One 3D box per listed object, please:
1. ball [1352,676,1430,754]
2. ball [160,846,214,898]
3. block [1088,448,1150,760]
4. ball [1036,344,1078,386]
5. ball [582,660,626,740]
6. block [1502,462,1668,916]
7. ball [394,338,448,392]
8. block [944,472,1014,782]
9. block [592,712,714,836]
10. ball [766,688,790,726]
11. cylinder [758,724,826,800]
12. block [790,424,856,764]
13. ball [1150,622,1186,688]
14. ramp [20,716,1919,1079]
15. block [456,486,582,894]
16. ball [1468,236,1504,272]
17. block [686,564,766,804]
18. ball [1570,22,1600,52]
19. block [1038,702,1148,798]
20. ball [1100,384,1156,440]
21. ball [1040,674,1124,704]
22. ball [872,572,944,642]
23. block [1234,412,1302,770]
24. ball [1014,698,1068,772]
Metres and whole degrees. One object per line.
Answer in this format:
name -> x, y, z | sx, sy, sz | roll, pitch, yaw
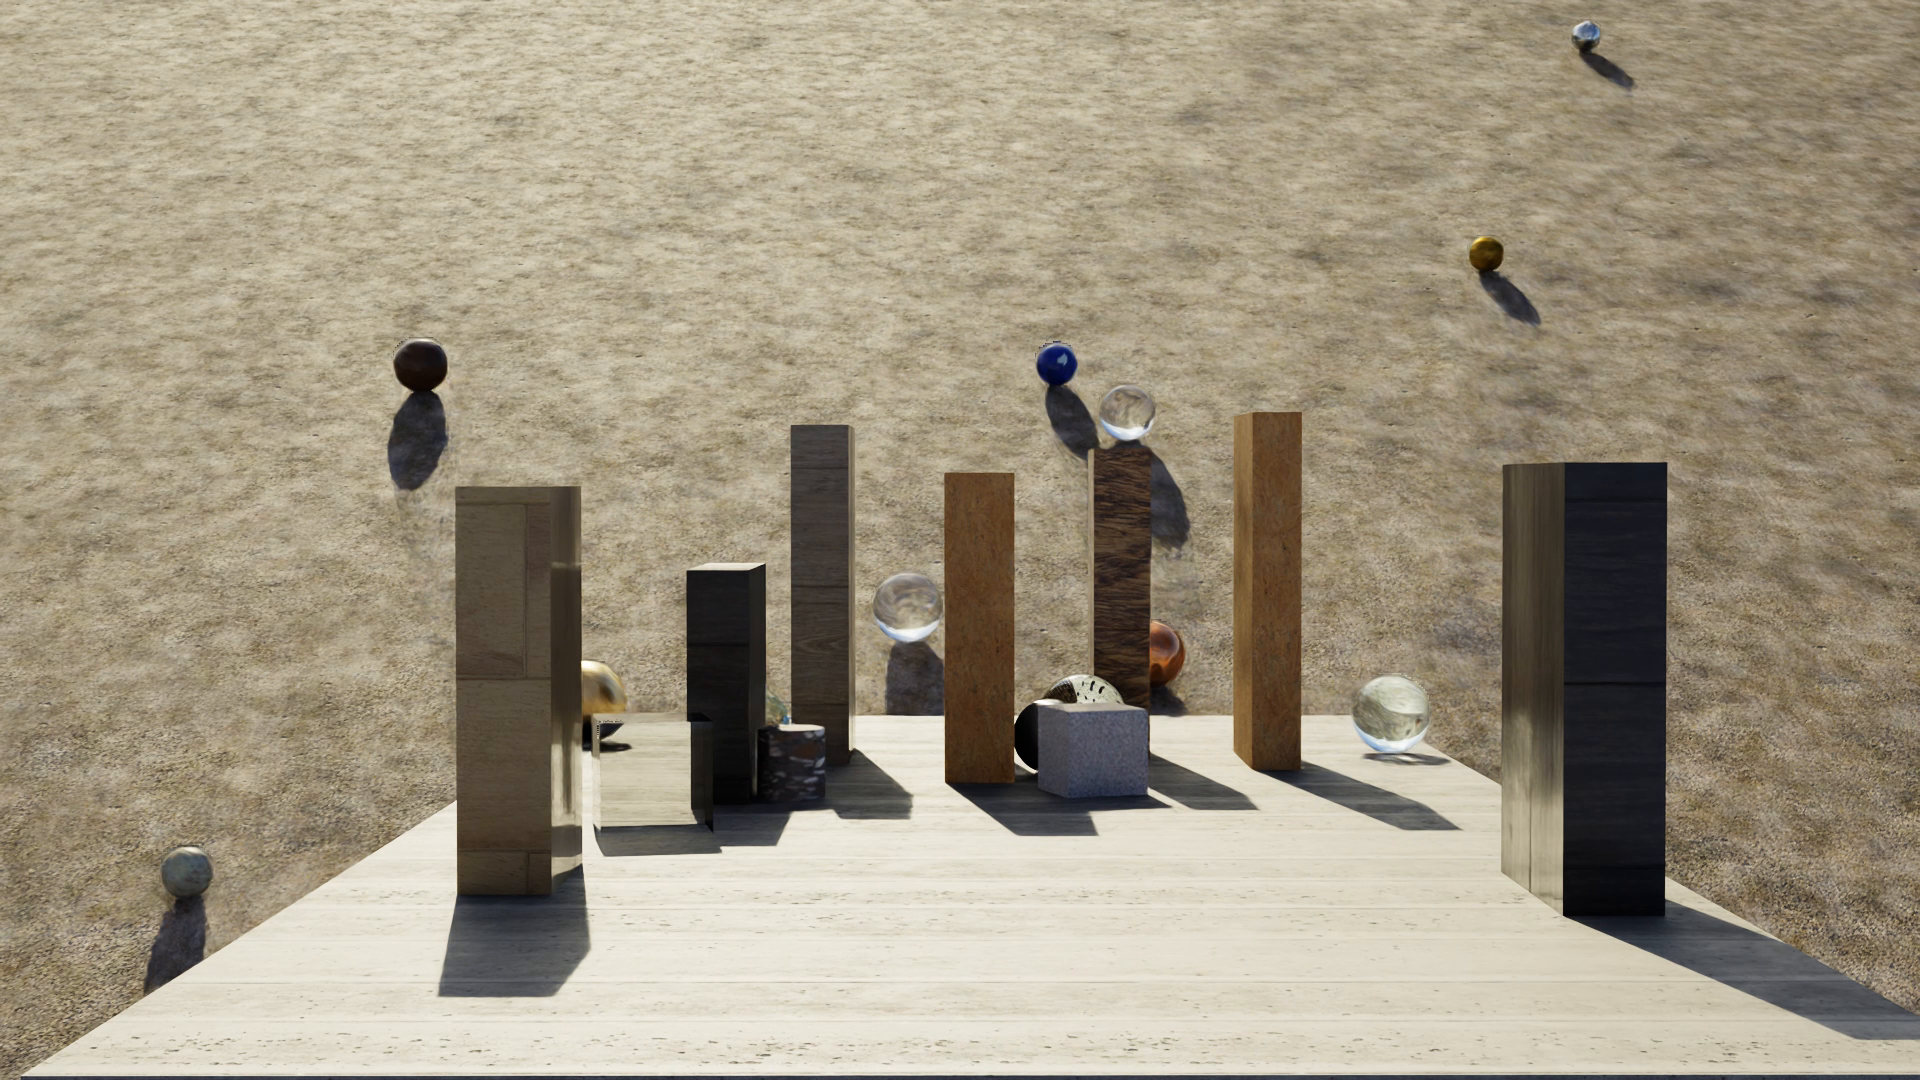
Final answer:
ball -> 0.943, 0.382, 5.649 | 0.171, 0.171, 0.171 | 0, 26, 0
ball -> -1.795, 0.772, 5.994 | 0.119, 0.119, 0.119 | 0, 26, 0
block -> 0.346, 0.135, 5.629 | 0.120, 0.666, 0.248 | 0, 1, 0
ball -> 0.327, -0.591, 8.711 | 0.140, 0.140, 0.140 | 0, 26, 0
ball -> -0.862, 0.371, 5.963 | 0.182, 0.182, 0.182 | 0, 26, 0
block -> 0.893, 0.200, 3.717 | 0.140, 0.619, 0.399 | 0, 1, 0
ball -> -1.808, -0.586, 8.655 | 0.181, 0.181, 0.181 | 0, 26, 0
block -> 0.038, 0.169, 5.309 | 0.138, 0.613, 0.429 | 0, 1, 0
block -> -0.530, 0.400, 4.436 | 0.189, 0.189, 0.189 | 0, 1, -12
ball -> -0.445, 0.387, 5.420 | 0.172, 0.172, 0.172 | 0, 26, 0
cylinder -> -0.319, 0.420, 4.887 | 0.130, 0.130, 0.130 | 0, 1, 0
block -> -0.296, 0.111, 5.614 | 0.122, 0.715, 0.349 | 0, 1, 0
ball -> 0.511, 0.305, 6.870 | 0.177, 0.177, 0.177 | 0, 26, 0
ramp -> 0.060, 0.541, 4.577 | 2.000, 0.100, 4.000 | 0, 1, 0
block -> -0.656, 0.213, 3.861 | 0.136, 0.587, 0.308 | 0, 1, 0
ball -> 1.978, -1.073, 9.692 | 0.131, 0.131, 0.131 | 0, 26, 0
block -> -0.446, 0.267, 4.961 | 0.115, 0.433, 0.427 | 0, 1, 0
ball -> 3.002, -2.413, 12.377 | 0.140, 0.140, 0.140 | 0, 26, 0
block -> 0.254, 0.402, 4.961 | 0.162, 0.162, 0.162 | 0, 1, -19
ball -> 0.538, -0.409, 8.301 | 0.181, 0.181, 0.181 | 0, 26, 0
ball -> 0.256, 0.376, 5.418 | 0.193, 0.193, 0.193 | 0, 26, 0
ball -> -0.142, 0.185, 7.090 | 0.194, 0.194, 0.194 | 0, 26, 0
block -> 0.654, 0.102, 5.504 | 0.102, 0.739, 0.360 | 0, 1, 0
ball -> 0.184, 0.400, 5.262 | 0.153, 0.153, 0.153 | 0, 26, 0
